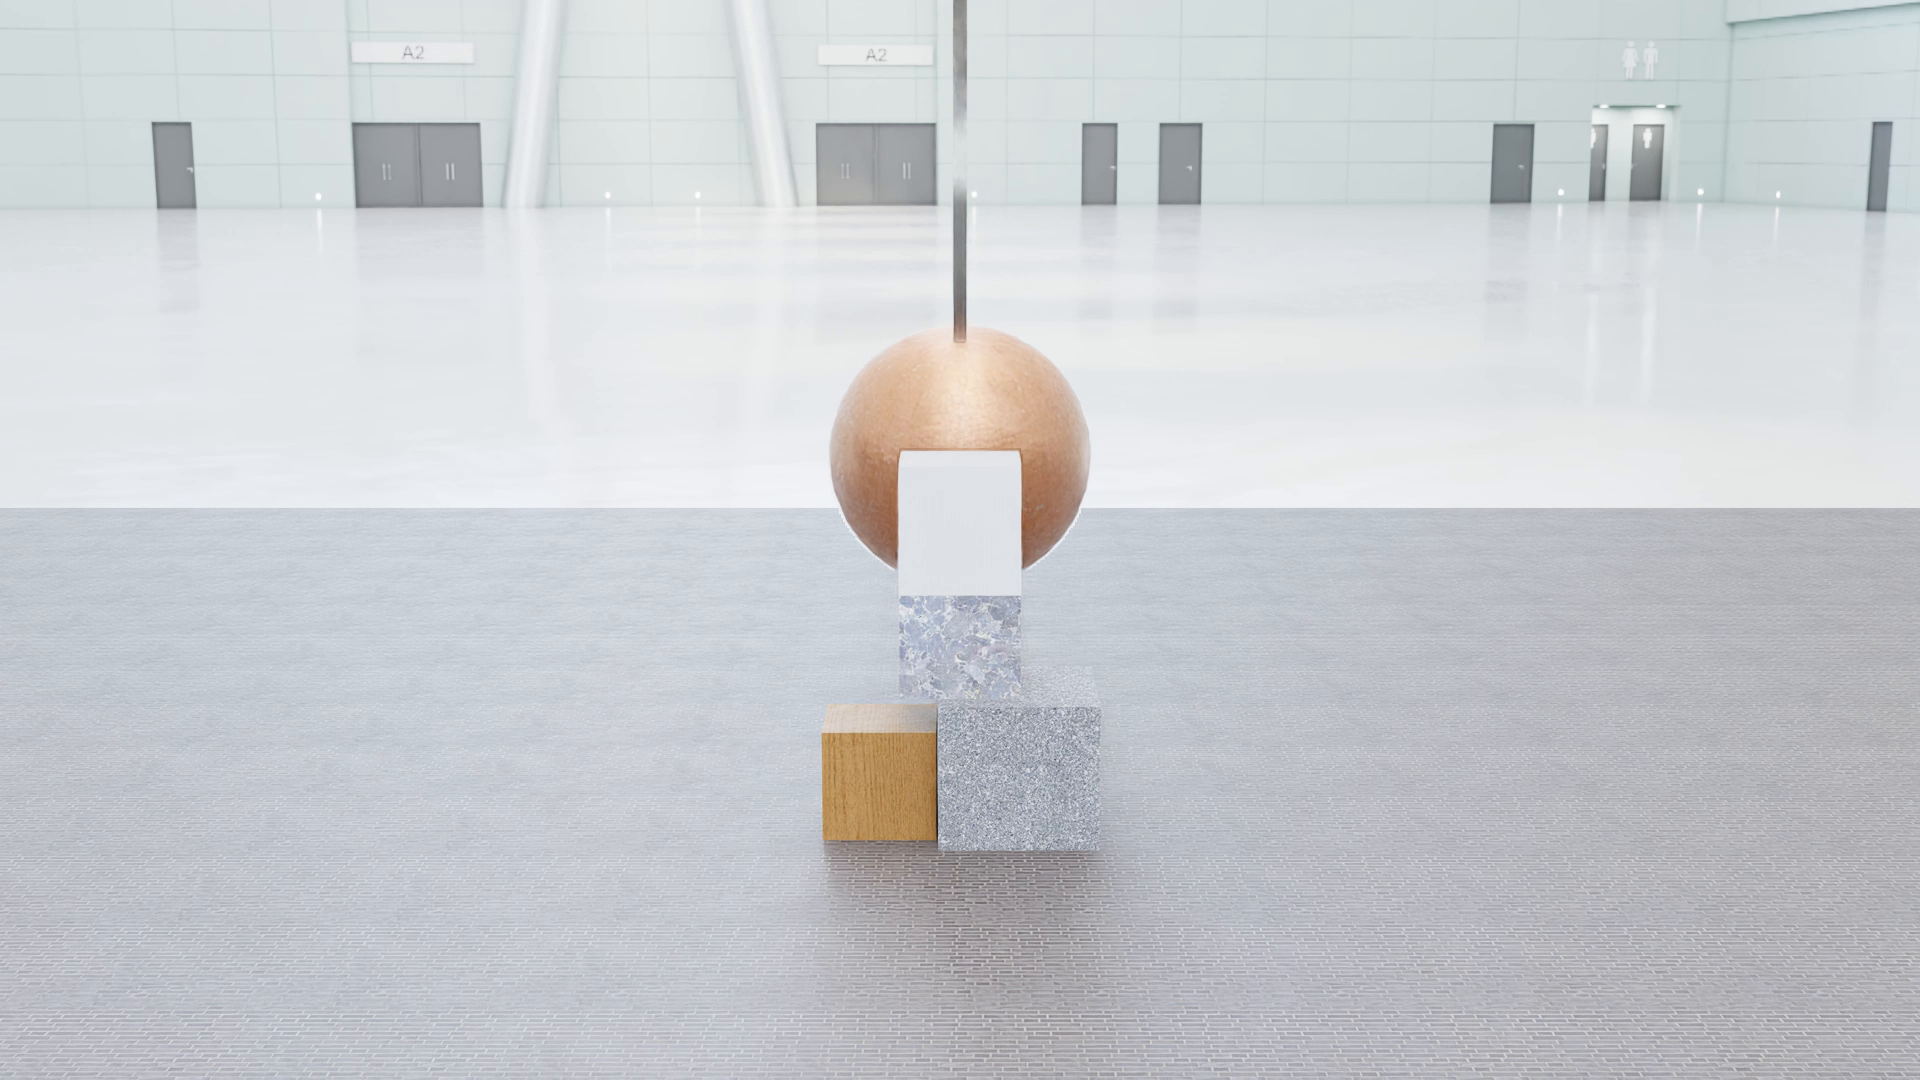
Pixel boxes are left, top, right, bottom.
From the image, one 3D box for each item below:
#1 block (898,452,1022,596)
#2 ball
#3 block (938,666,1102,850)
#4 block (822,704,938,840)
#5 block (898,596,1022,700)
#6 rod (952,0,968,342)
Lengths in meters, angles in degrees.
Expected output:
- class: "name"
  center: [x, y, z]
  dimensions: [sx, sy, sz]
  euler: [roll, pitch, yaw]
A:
- class: "block"
  center: [0.000, -0.092, 11.183]
  dimensions: [0.611, 0.649, 0.549]
  euler: [0, 10, 0]
- class: "ball"
  center: [0.000, -0.514, 13.419]
  dimensions: [1.600, 1.600, 1.600]
  euler: [0, 10, 0]
- class: "block"
  center: [0.294, 1.114, 11.368]
  dimensions: [0.808, 0.740, 0.858]
  euler: [0, 10, 0]
- class: "block"
  center: [-0.409, 1.196, 11.414]
  dimensions: [0.579, 0.562, 0.580]
  euler: [0, 10, 0]
- class: "block"
  center: [0.000, 0.492, 11.253]
  dimensions: [0.607, 0.526, 0.537]
  euler: [0, 10, 0]
- class: "rod"
  center: [0.000, -3.372, 11.578]
  dimensions: [0.080, 5.200, 0.080]
  euler: [0, 33, 0]
